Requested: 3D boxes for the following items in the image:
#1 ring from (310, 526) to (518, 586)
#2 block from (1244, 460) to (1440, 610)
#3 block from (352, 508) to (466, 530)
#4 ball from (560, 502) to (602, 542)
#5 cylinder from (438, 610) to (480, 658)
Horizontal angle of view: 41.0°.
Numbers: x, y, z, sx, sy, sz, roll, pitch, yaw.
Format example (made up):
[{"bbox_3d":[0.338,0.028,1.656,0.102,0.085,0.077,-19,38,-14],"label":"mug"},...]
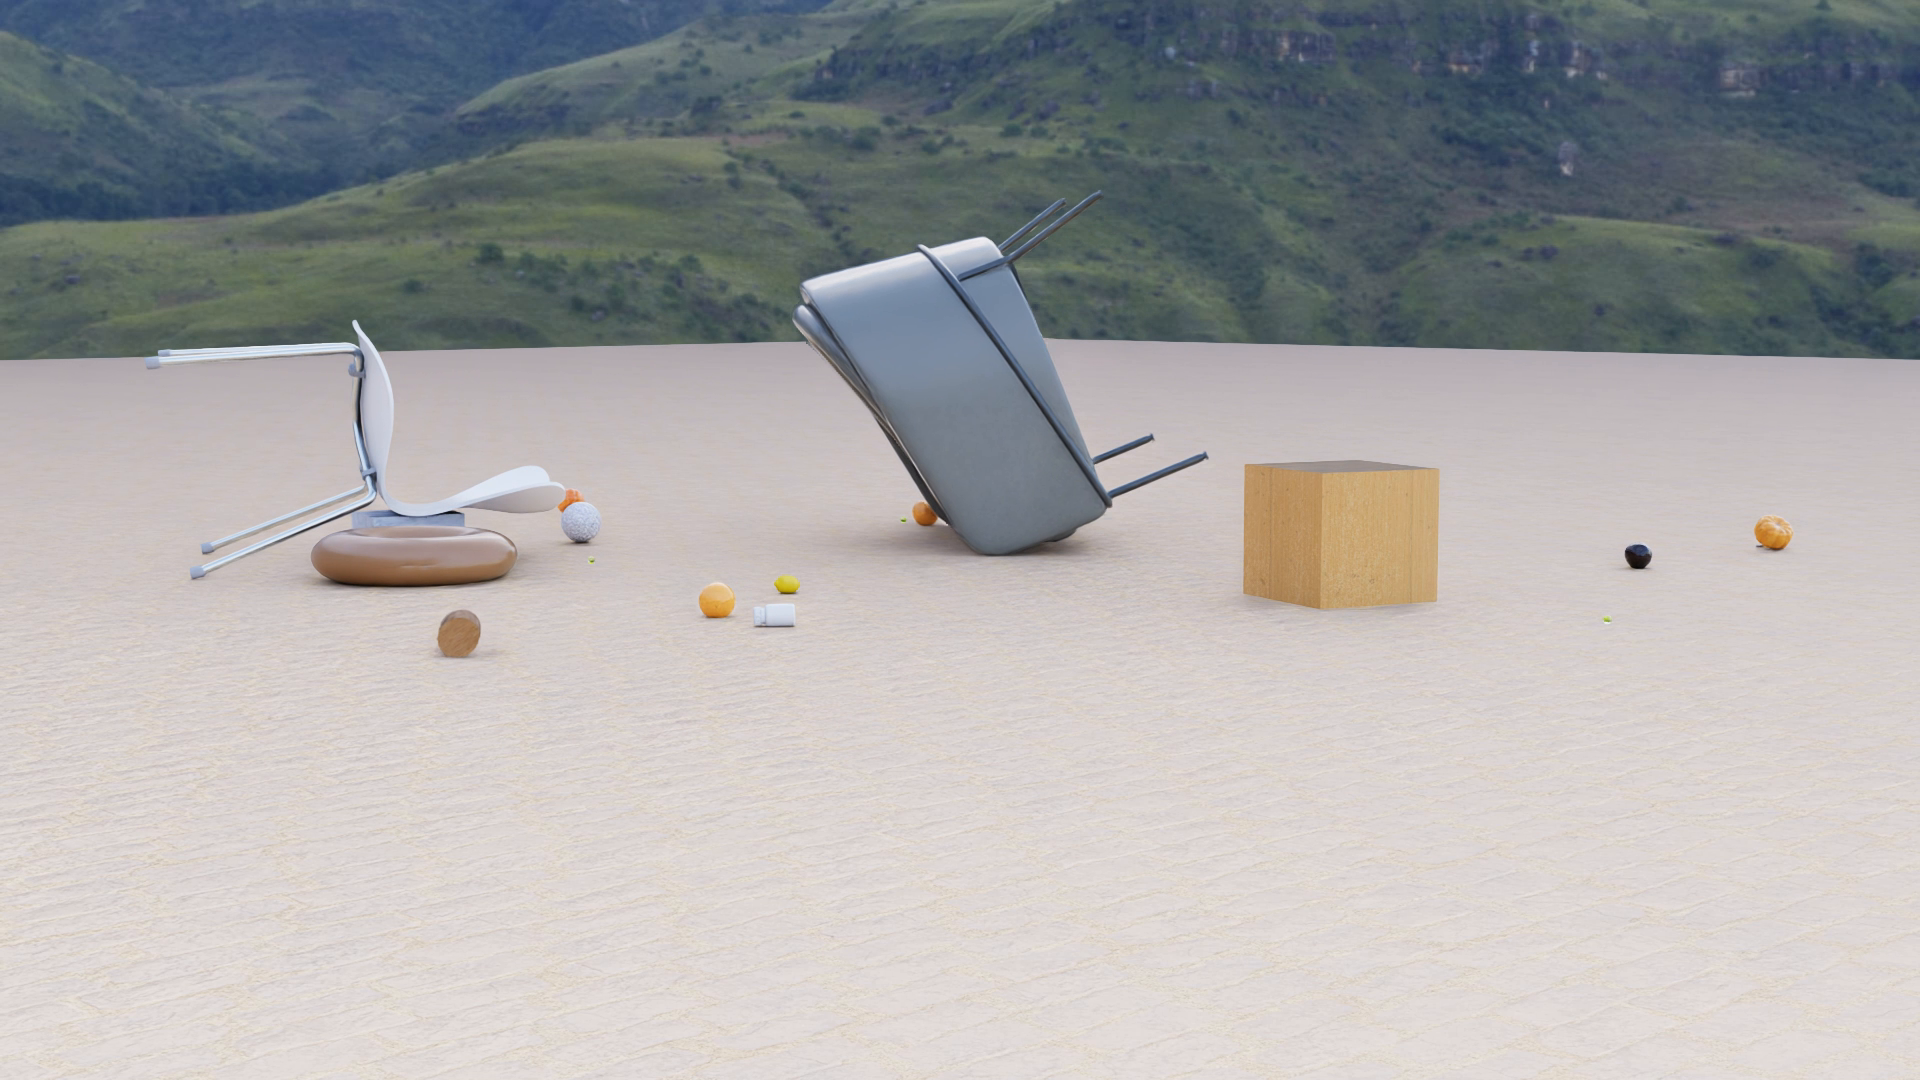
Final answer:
[{"bbox_3d":[-1.187,0.034,5.587,0.441,0.105,0.373,-1,7,-14],"label":"ring"},{"bbox_3d":[0.778,-0.016,5.254,0.283,0.270,0.283,-3,7,-26],"label":"block"},{"bbox_3d":[-1.277,-0.008,5.940,0.213,0.112,0.173,-3,7,-30],"label":"block"},{"bbox_3d":[-0.938,-0.045,6.351,0.101,0.101,0.101,0,6,0],"label":"ball"},{"bbox_3d":[-0.877,0.163,4.491,0.074,0.068,0.112,-34,10,-5],"label":"cylinder"}]
